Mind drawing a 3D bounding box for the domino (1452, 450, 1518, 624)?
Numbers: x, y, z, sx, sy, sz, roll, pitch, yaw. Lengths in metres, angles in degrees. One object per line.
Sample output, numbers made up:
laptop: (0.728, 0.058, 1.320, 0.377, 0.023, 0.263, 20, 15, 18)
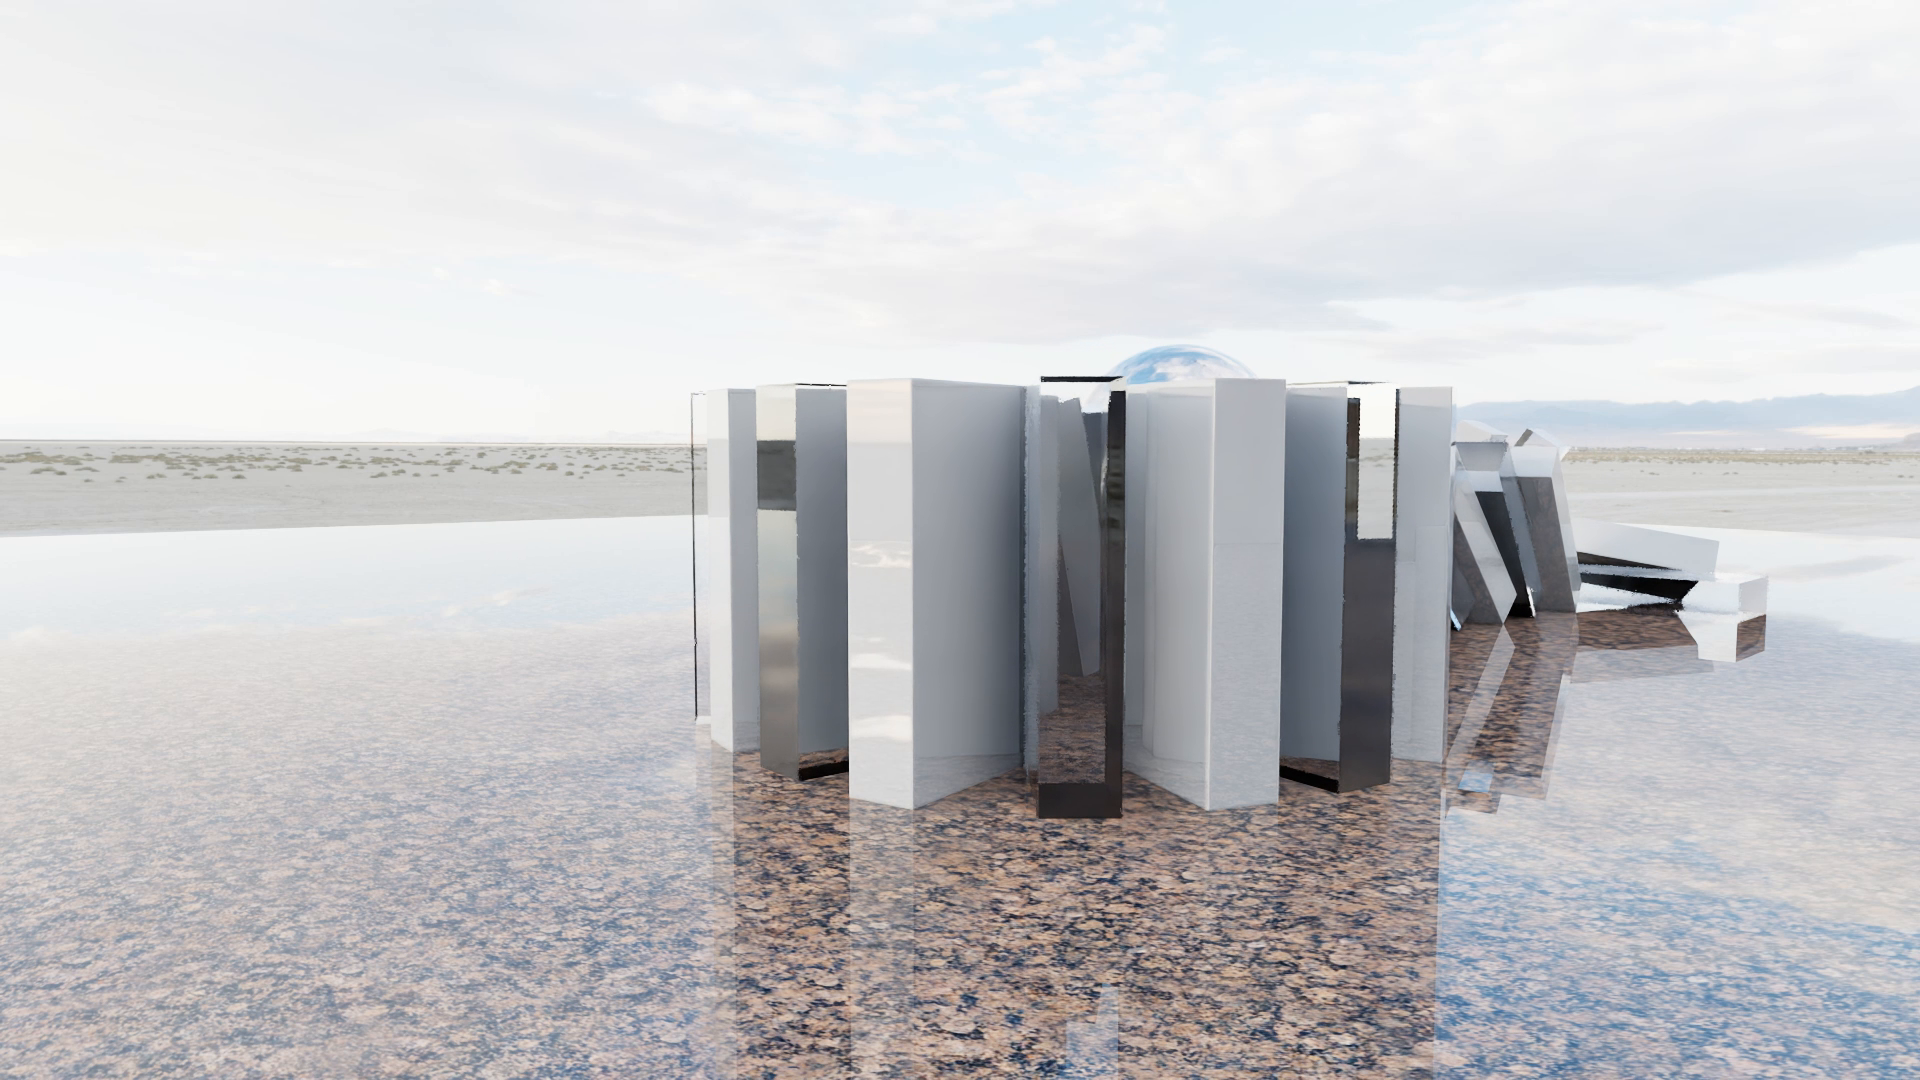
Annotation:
domino: (0.110, -0.002, 0.301, 0.025, 0.050, 0.009, 5, 49, 47)

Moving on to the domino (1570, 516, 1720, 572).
domino: (0.177, 0.003, 0.353, 0.050, 0.010, 0.025, 12, -12, 21)

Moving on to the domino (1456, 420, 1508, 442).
domino: (0.140, -0.010, 0.373, 0.010, 0.050, 0.025, 31, 20, 27)

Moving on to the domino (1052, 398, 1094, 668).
domino: (0.015, -0.002, 0.252, 0.009, 0.050, 0.025, -18, 14, -33)

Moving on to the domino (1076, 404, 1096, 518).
domino: (0.034, -0.002, 0.261, 0.009, 0.050, 0.025, -18, 13, -28)

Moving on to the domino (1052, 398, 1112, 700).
domino: (0.015, 0.001, 0.224, 0.009, 0.050, 0.025, -3, 6, -29)

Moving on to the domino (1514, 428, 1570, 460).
domino: (0.151, -0.008, 0.364, 0.009, 0.050, 0.025, 40, 23, 24)

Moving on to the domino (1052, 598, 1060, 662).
domino: (0.005, -0.001, 0.247, 0.009, 0.050, 0.025, -15, 12, -34)

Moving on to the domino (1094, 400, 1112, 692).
domino: (0.030, 0.000, 0.228, 0.010, 0.050, 0.025, 0, 4, -1)

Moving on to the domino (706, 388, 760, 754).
domino: (-0.023, 0.004, 0.185, 0.025, 0.050, 0.010, -2, 5, -29)

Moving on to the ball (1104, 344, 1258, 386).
ball: (0.082, -0.034, 0.485, 0.080, 0.080, 0.080, 0, 4, 0)

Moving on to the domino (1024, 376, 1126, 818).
domino: (0.013, 0.006, 0.156, 0.009, 0.050, 0.025, 0, 4, -1)

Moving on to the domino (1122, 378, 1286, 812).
domino: (0.029, 0.006, 0.160, 0.010, 0.050, 0.025, -2, 5, -21)

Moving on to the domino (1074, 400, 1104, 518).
domino: (0.025, -0.002, 0.257, 0.010, 0.050, 0.025, -18, 13, -30)

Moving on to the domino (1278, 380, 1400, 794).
domino: (0.043, 0.005, 0.167, 0.009, 0.050, 0.025, -3, 5, -33)

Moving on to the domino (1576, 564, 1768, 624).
domino: (0.176, 0.013, 0.331, 0.025, 0.009, 0.050, -4, 6, -44)

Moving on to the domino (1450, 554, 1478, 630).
domino: (0.096, -0.001, 0.294, 0.010, 0.050, 0.025, -48, 27, -22)

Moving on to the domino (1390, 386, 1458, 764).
domino: (0.055, 0.004, 0.178, 0.025, 0.050, 0.010, 2, 5, 25)

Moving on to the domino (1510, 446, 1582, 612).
domino: (0.137, -0.002, 0.318, 0.025, 0.009, 0.050, 3, -39, 35)

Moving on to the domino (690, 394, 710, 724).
domino: (-0.029, 0.003, 0.200, 0.025, 0.050, 0.010, -1, 4, -8)

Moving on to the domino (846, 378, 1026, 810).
domino: (-0.002, 0.006, 0.160, 0.010, 0.050, 0.025, 3, 5, 34)

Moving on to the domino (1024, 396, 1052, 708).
domino: (0.002, 0.001, 0.214, 0.025, 0.050, 0.009, 2, 5, 24)

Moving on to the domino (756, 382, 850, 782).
domino: (-0.014, 0.005, 0.172, 0.025, 0.050, 0.010, -3, 6, -39)

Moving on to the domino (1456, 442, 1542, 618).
domino: (0.122, -0.002, 0.309, 0.025, 0.050, 0.010, 4, 49, 38)

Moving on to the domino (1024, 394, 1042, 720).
domino: (0.000, 0.002, 0.200, 0.025, 0.050, 0.010, 0, 5, 1)
